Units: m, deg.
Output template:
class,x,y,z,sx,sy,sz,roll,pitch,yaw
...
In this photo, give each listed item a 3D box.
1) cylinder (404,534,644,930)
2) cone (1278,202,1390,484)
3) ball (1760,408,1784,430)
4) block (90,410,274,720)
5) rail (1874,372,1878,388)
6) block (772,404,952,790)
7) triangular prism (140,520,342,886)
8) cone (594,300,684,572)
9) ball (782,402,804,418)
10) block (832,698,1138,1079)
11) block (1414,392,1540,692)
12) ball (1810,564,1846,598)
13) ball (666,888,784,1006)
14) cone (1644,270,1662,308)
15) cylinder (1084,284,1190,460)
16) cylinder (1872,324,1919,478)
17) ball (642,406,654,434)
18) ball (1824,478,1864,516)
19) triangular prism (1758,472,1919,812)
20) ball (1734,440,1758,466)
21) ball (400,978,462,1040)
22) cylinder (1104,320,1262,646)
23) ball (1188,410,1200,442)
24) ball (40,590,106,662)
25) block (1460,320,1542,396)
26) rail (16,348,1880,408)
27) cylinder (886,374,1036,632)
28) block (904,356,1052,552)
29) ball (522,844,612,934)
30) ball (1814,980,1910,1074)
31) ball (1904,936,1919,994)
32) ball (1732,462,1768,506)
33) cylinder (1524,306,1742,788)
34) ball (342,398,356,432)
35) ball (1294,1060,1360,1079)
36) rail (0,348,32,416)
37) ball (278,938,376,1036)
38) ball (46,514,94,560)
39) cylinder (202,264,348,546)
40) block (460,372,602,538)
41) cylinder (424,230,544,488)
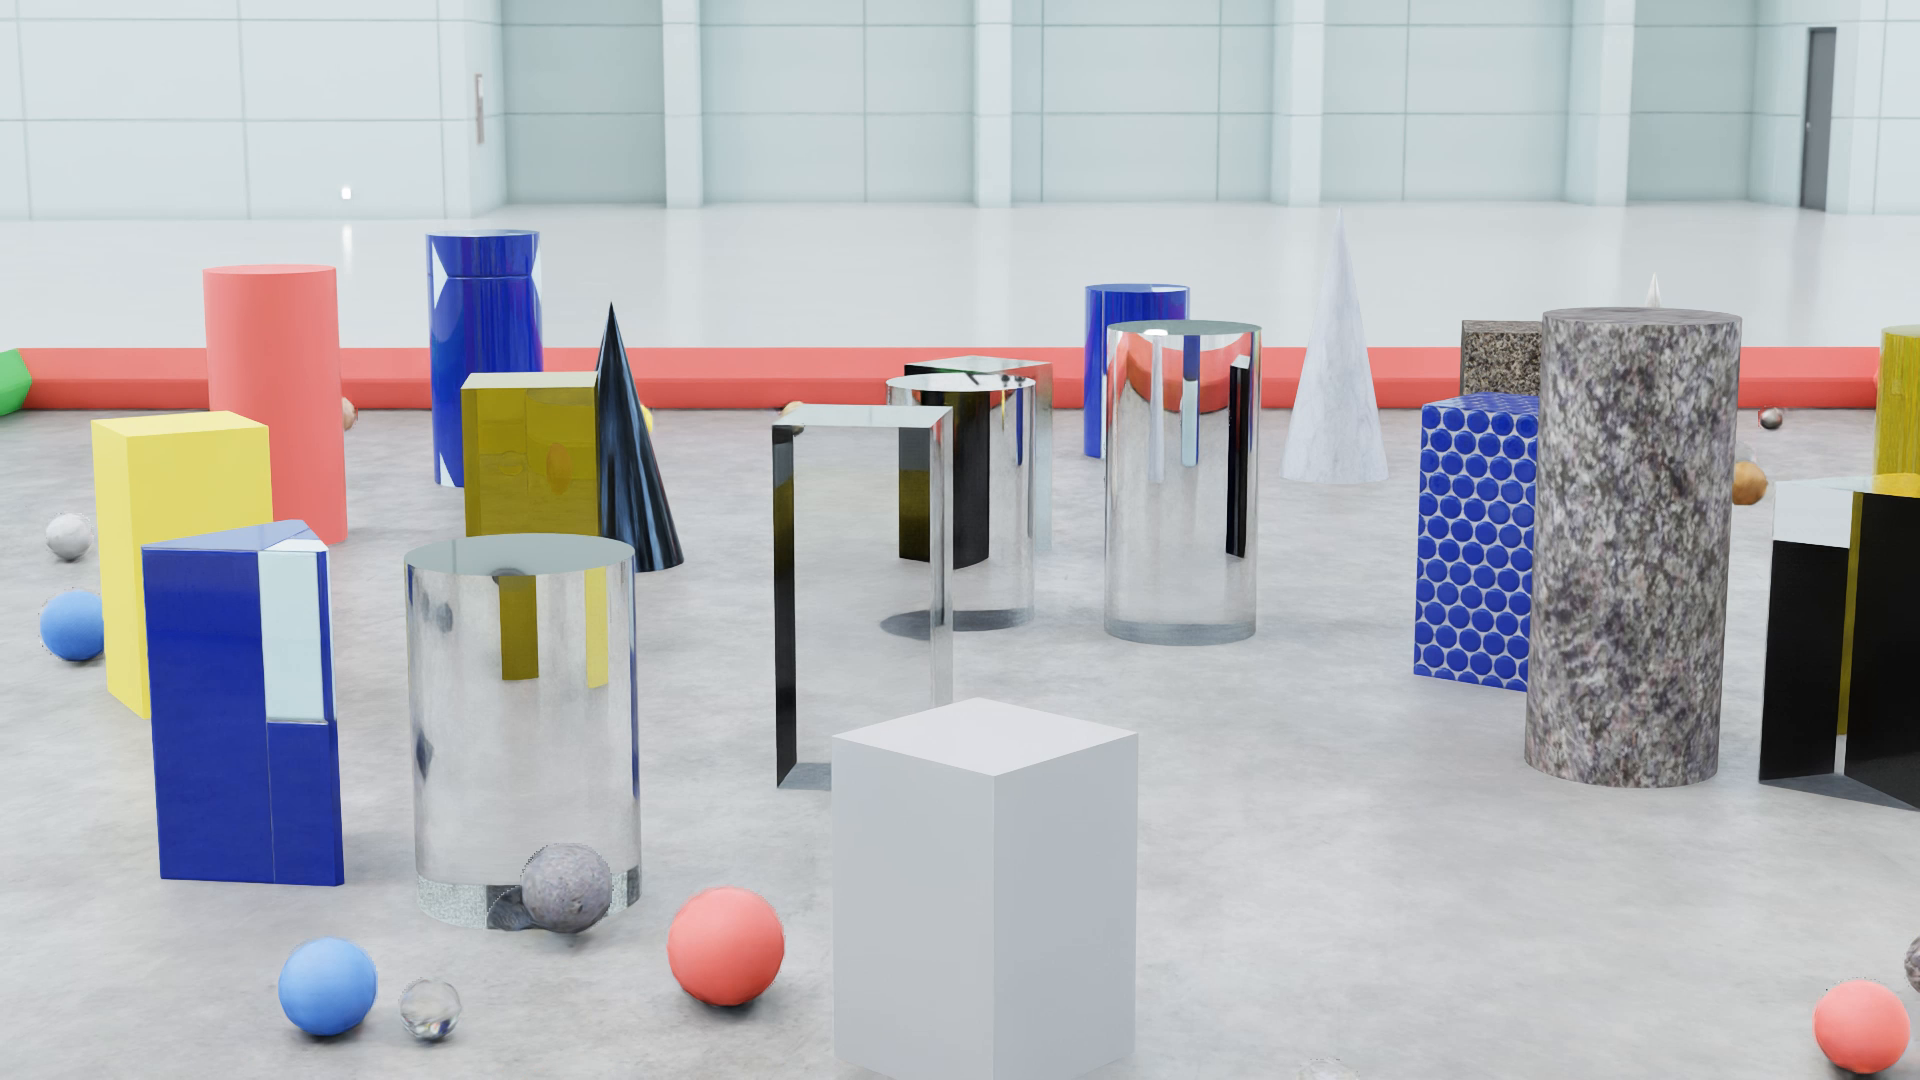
class,x,y,z,sx,sy,sz,roll,pitch,yaw
cylinder,-0.382,0.163,2.257,0.198,0.308,0.198,0,10,0
cone,0.674,-0.358,4.581,0.198,0.488,0.198,0,10,0
ball,1.639,-0.245,5.182,0.046,0.046,0.046,0,10,0
block,-0.896,0.024,2.973,0.159,0.322,0.159,-6,12,-31
rail,1.985,0.031,3.460,0.045,0.129,4.205,0,10,0
block,-0.097,0.057,2.650,0.159,0.375,0.159,1,11,8
triangular prism,-0.632,0.145,2.364,0.172,0.306,0.149,1,11,7
cone,-0.510,-0.160,3.783,0.198,0.389,0.198,0,10,0
ball,-0.328,-0.248,5.155,0.063,0.063,0.063,0,10,0
block,0.018,0.263,1.892,0.159,0.246,0.159,9,14,42
block,0.661,-0.002,3.093,0.159,0.329,0.159,8,13,37
ball,1.204,0.056,3.555,0.048,0.048,0.048,0,10,0
ball,-0.184,0.319,2.012,0.092,0.092,0.092,0,10,0
cone,1.052,-0.202,3.923,0.198,0.421,0.198,0,10,0
cylinder,0.333,-0.319,4.846,0.198,0.315,0.198,0,10,0
cylinder,1.117,-0.013,2.857,0.198,0.437,0.198,0,10,0
ball,-0.638,-0.228,5.008,0.077,0.077,0.077,0,10,0
ball,1.443,-0.069,4.190,0.062,0.062,0.062,0,10,0
triangular prism,0.934,0.095,2.616,0.172,0.313,0.149,8,13,38
ball,1.372,-0.139,4.537,0.074,0.074,0.074,0,10,0
ball,-0.401,0.355,1.943,0.046,0.046,0.046,0,10,0
cylinder,0.287,-0.078,3.320,0.198,0.396,0.198,0,10,0
ball,0.438,-0.223,5.015,0.065,0.065,0.065,0,10,0
ball,-1.092,0.106,3.173,0.088,0.088,0.088,0,10,0
block,0.727,-0.079,3.328,0.159,0.396,0.159,2,11,9
rail,-0.012,-0.345,5.493,4.018,0.129,0.045,0,10,0
cylinder,0.001,-0.054,3.412,0.198,0.315,0.198,0,10,0
block,0.028,-0.125,3.883,0.159,0.285,0.159,9,14,39
ball,-0.330,0.293,2.153,0.075,0.075,0.075,0,10,0
ball,0.660,0.356,1.878,0.067,0.067,0.067,0,10,0
ball,0.774,0.335,2.016,0.059,0.059,0.059,0,10,0
ball,1.311,-0.094,4.289,0.075,0.075,0.075,0,10,0
cylinder,0.699,0.003,2.673,0.198,0.473,0.198,0,10,0
ball,-1.249,-0.251,5.145,0.073,0.073,0.073,0,10,0
ball,0.252,0.385,1.765,0.053,0.053,0.053,0,10,0
rail,-1.985,0.035,3.438,0.045,0.129,4.205,0,10,0
ball,-0.481,0.340,1.951,0.073,0.073,0.073,0,10,0
ball,-1.330,-0.005,3.831,0.067,0.067,0.067,0,10,0
cylinder,-1.056,-0.208,3.960,0.198,0.420,0.198,0,10,0
block,-0.529,-0.029,3.199,0.159,0.344,0.159,-1,11,-6
cylinder,-0.836,-0.323,4.535,0.198,0.437,0.198,0,10,0
